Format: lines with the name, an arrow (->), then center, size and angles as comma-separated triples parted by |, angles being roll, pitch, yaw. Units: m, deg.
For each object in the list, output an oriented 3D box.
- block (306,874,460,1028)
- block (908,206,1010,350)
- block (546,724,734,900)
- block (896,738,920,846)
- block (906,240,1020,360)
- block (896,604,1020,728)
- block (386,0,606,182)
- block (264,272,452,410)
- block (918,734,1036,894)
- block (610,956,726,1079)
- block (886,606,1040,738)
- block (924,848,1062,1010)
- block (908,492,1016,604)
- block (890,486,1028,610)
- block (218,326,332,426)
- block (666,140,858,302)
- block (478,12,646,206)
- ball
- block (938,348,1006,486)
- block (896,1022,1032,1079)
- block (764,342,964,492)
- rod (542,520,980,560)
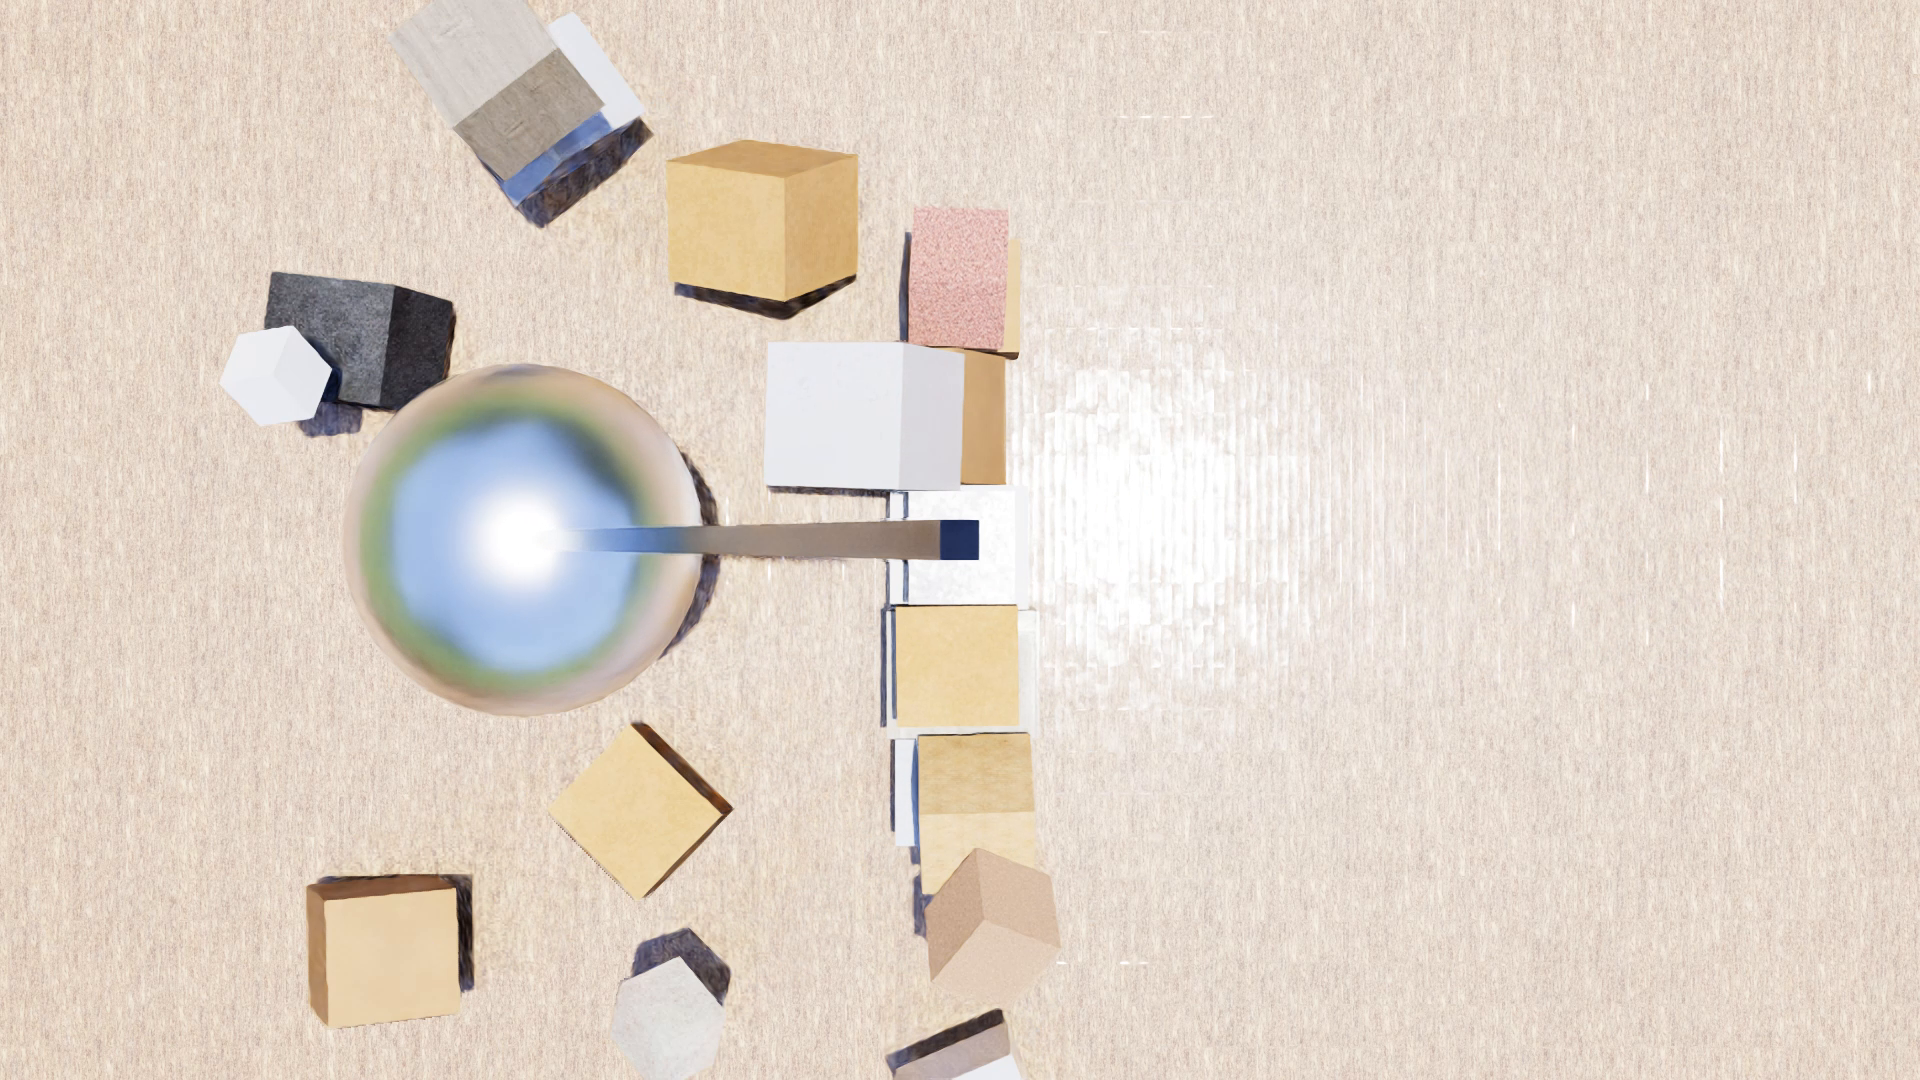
block -> -3.291, 2.326, 12.530 | 0.721, 0.656, 0.700 | -2, 90, -25
block -> -0.007, -1.445, 12.119 | 0.524, 0.533, 0.549 | 2, 55, 0
block -> -1.812, 1.541, 12.571 | 0.719, 0.737, 0.656 | 44, 86, 3
block -> 0.000, 1.418, 12.670 | 0.725, 0.660, 0.598 | 0, 90, 0
block -> 0.020, -1.388, 12.748 | 0.642, 0.505, 0.642 | 0, 90, 0
block -> -0.013, 0.664, 11.828 | 0.640, 0.598, 0.630 | -1, 90, 0
block -> -2.337, -2.370, 11.130 | 0.654, 0.674, 0.640 | -37, 73, 1
block -> -3.454, -1.115, 12.574 | 0.775, 0.676, 0.672 | 8, 90, 15
block -> 0.091, 1.481, 11.920 | 0.608, 0.609, 0.590 | -2, 127, 0
block -> -1.580, 2.621, 11.899 | 0.444, 0.378, 0.447 | 43, 134, 30
block -> 0.016, 0.745, 12.564 | 0.841, 0.873, 0.701 | 0, 90, 0
block -> 0.168, 2.055, 11.625 | 0.474, 0.523, 0.531 | 24, 122, -21
block -> 0.011, 0.041, 12.032 | 0.565, 0.645, 0.602 | 0, 90, 0
block -> -0.004, 0.041, 12.677 | 0.775, 0.646, 0.697 | 0, 90, 0
block -> -3.649, -0.875, 11.733 | 0.351, 0.368, 0.338 | -6, 53, 21
block -> -1.104, -1.812, 12.375 | 0.777, 0.753, 0.681 | 13, 114, 27
block -> -2.312, -2.398, 12.240 | 0.666, 0.607, 0.677 | 54, 51, -8
ball -> -1.962, 0.000, 9.924 | 1.600, 1.600, 1.600 | 0, 90, 0
block -> -0.185, -0.684, 12.530 | 0.664, 0.736, 0.740 | -1, 90, 24
block -> 0.105, 3.250, 12.224 | 0.690, 0.730, 0.767 | -23, 91, 0
block -> -0.506, -0.655, 11.835 | 0.789, 0.794, 0.753 | 2, 91, 24
rod -> -0.850, 0.000, 6.710 | 0.080, 5.200, 0.080 | 0, 90, -19
